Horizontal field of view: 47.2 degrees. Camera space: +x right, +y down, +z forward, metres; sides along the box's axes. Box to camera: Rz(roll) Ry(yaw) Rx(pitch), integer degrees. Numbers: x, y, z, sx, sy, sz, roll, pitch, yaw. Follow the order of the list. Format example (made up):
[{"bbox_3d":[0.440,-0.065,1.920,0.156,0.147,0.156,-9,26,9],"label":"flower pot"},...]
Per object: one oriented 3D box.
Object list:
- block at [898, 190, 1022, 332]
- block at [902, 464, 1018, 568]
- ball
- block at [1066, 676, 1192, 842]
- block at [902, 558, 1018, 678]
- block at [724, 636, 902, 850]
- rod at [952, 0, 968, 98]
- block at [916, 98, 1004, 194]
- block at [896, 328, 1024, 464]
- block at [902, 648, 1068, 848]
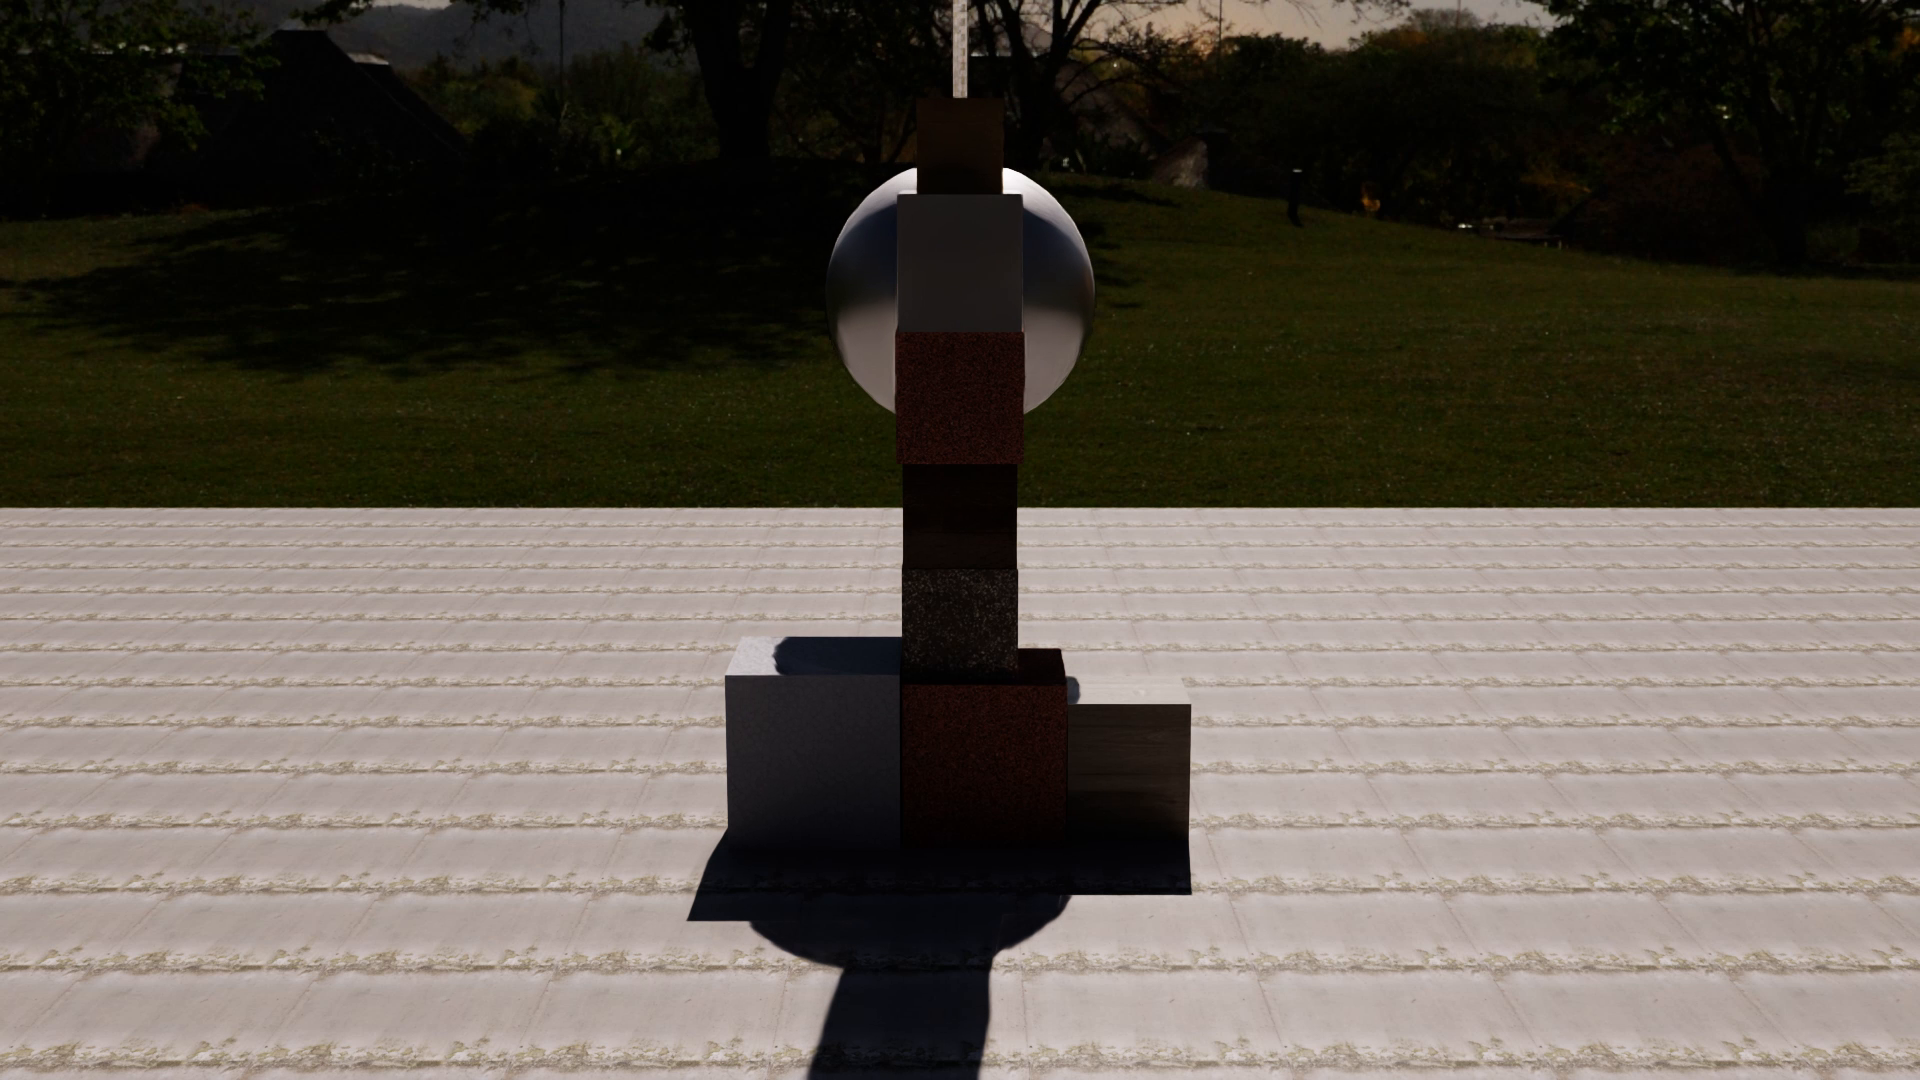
[{"bbox_3d":[0.000,-1.395,10.944,0.600,0.659,0.703,0,10,0],"label":"block"},{"bbox_3d":[0.000,-0.166,11.135,0.566,0.535,0.514,0,10,0],"label":"block"},{"bbox_3d":[0.000,-1.444,13.026,1.600,1.600,1.600,0,10,0],"label":"ball"},{"bbox_3d":[0.852,1.123,11.387,0.619,0.717,0.588,0,10,0],"label":"block"},{"bbox_3d":[0.000,0.369,11.250,0.580,0.559,0.572,0,10,0],"label":"block"},{"bbox_3d":[-0.730,1.033,11.364,0.863,0.901,0.858,0,10,0],"label":"block"},{"bbox_3d":[0.000,-4.373,11.299,0.080,5.200,0.080,0,31,0],"label":"rod"},{"bbox_3d":[0.000,-1.944,10.844,0.424,0.456,0.422,0,10,0],"label":"block"},{"bbox_3d":[0.000,-0.749,11.039,0.624,0.647,0.661,0,10,0],"label":"block"},{"bbox_3d":[0.122,1.062,11.364,0.822,0.845,0.796,0,10,0],"label":"block"}]
